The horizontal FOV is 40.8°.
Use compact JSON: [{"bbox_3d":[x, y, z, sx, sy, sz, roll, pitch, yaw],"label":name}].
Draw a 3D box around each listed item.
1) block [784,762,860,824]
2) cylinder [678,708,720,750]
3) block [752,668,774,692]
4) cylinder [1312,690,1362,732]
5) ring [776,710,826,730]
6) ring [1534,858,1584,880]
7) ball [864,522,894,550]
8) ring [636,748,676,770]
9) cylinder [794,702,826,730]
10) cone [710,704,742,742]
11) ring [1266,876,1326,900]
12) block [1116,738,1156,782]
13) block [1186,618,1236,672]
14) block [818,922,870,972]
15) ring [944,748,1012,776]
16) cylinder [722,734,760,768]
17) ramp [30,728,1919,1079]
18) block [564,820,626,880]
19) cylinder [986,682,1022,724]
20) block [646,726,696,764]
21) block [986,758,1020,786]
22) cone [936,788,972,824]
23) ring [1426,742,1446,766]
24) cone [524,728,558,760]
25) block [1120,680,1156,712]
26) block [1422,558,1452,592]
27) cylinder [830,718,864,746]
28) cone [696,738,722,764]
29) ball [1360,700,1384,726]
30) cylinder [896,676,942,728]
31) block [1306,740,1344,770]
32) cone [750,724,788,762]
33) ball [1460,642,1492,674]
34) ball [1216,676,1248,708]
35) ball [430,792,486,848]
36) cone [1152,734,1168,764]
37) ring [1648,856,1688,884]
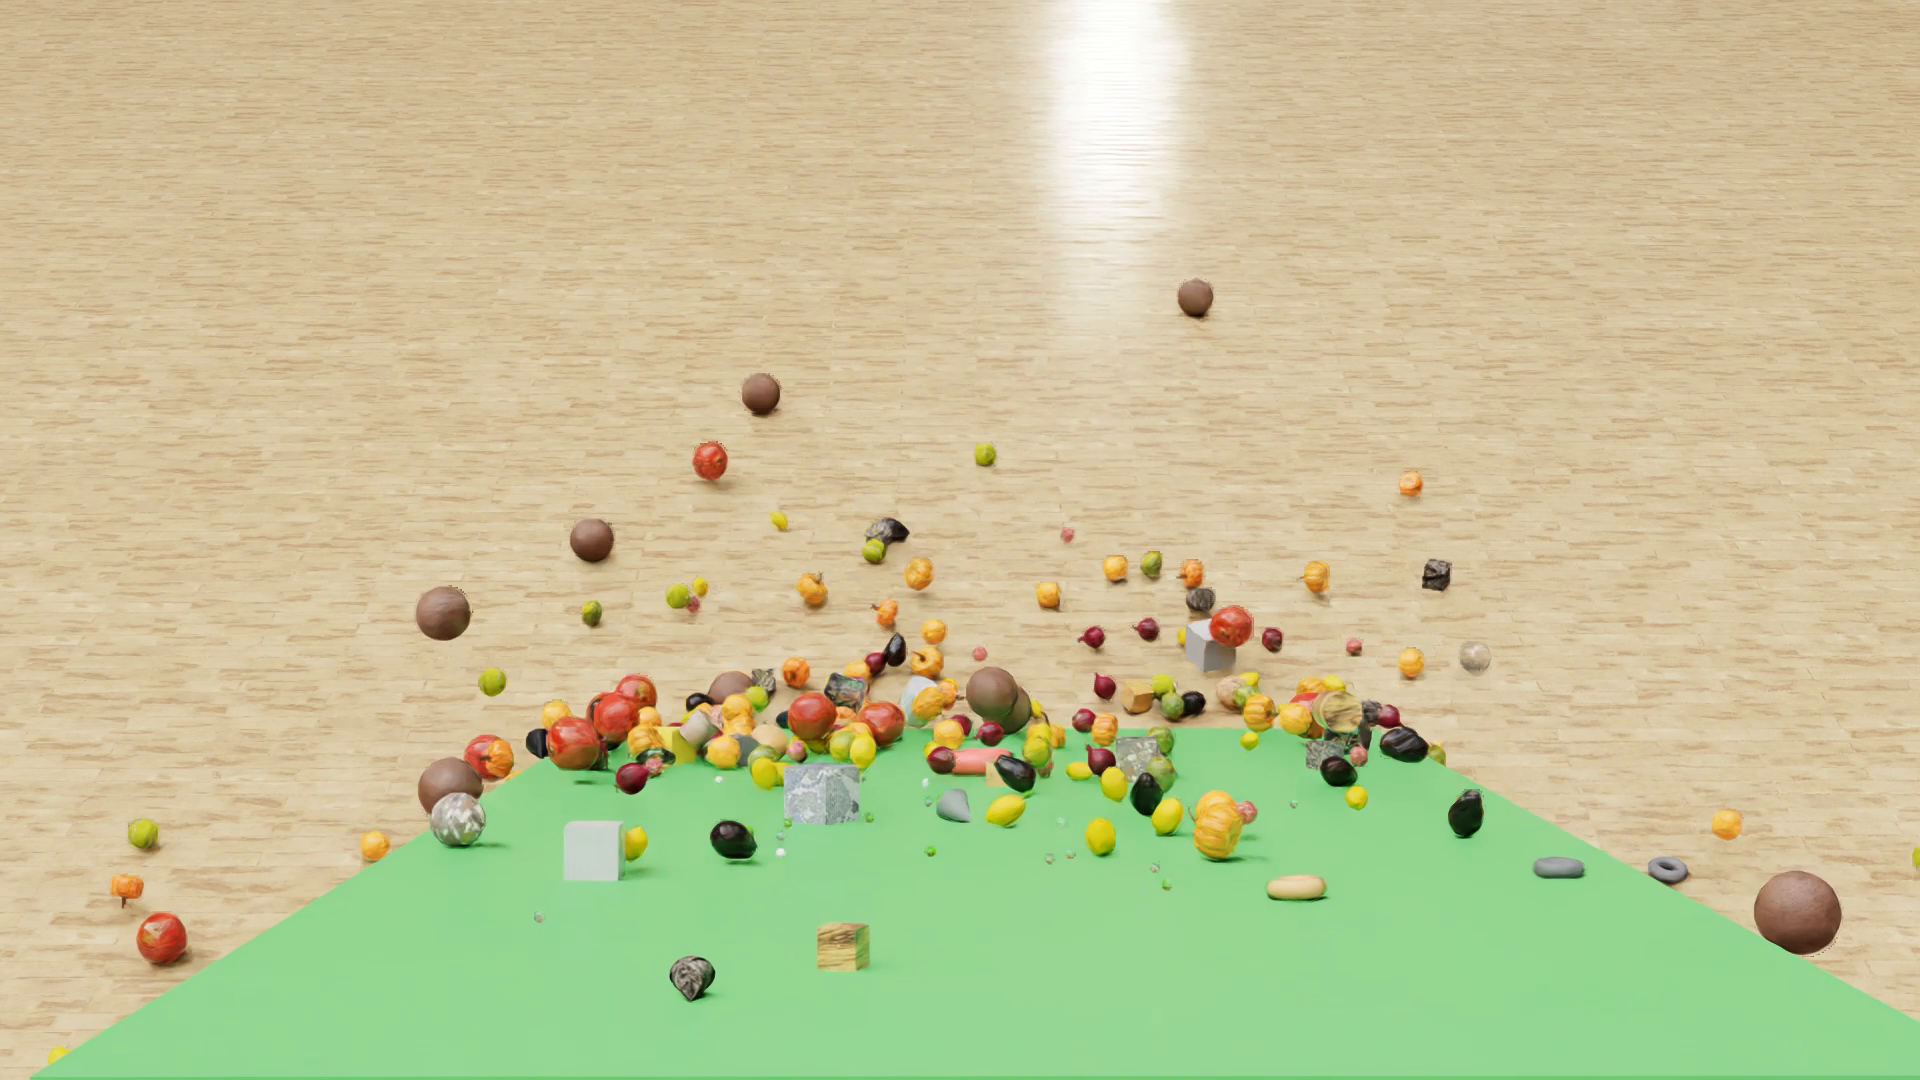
[{"bbox_3d":[-0.252,0.460,4.690,0.098,0.098,0.098,1,1,35],"label":"block"},{"bbox_3d":[-0.574,0.416,5.686,0.065,0.065,0.065,-47,36,2],"label":"cylinder"},{"bbox_3d":[-0.525,0.375,6.905,0.057,0.057,0.057,-1,-10,-2],"label":"block"},{"bbox_3d":[0.745,0.338,5.106,0.079,0.079,0.079,-5,2,-10],"label":"cylinder"},{"bbox_3d":[-0.406,0.460,6.613,0.131,0.044,0.131,-1,1,0],"label":"ring"},{"bbox_3d":[0.924,0.506,3.983,0.078,0.026,0.078,-1,2,0],"label":"ring"},{"bbox_3d":[-0.240,-0.013,7.647,0.084,0.084,0.084,0,28,0],"label":"ball"},{"bbox_3d":[-0.653,0.471,5.543,0.087,0.087,0.029,-4,66,-7],"label":"ring"},{"bbox_3d":[-0.379,0.445,6.513,0.060,0.060,0.060,13,30,20],"label":"cylinder"},{"bbox_3d":[-0.596,0.465,6.227,0.099,0.099,0.099,17,37,30],"label":"cone"},{"bbox_3d":[0.491,0.507,3.768,0.089,0.030,0.089,-3,-1,0],"label":"ring"},{"bbox_3d":[0.366,0.457,5.371,0.084,0.084,0.084,0,1,4],"label":"block"},{"bbox_3d":[0.685,0.286,7.056,0.100,0.100,0.100,-13,30,-23],"label":"block"},{"bbox_3d":[-0.145,0.505,3.211,0.051,0.051,0.051,0,1,18],"label":"block"},{"bbox_3d":[0.038,0.472,5.501,0.150,0.050,0.150,-3,-1,0],"label":"ring"},{"bbox_3d":[-0.479,0.461,5.660,0.069,0.069,0.069,-11,5,-21],"label":"cylinder"},{"bbox_3d":[0.062,0.560,4.599,2.000,0.100,4.000,0,1,0],"label":"ramp"},{"bbox_3d":[-0.562,0.478,3.982,0.083,0.083,0.083,0,1,1],"label":"block"},{"bbox_3d":[0.115,0.428,6.777,0.078,0.078,0.078,18,16,-5],"label":"cylinder"},{"bbox_3d":[-0.642,0.456,5.736,0.077,0.077,0.077,1,1,35],"label":"block"},{"bbox_3d":[0.088,0.475,5.274,0.052,0.052,0.052,0,1,23],"label":"block"},{"bbox_3d":[0.003,0.494,4.669,0.067,0.067,0.067,-17,37,-29],"label":"cone"},{"bbox_3d":[1.200,0.560,6.507,0.035,0.105,0.105,-17,23,18],"label":"ring"},{"bbox_3d":[-0.954,0.481,5.890,0.076,0.076,0.076,-4,28,-8],"label":"cone"},{"bbox_3d":[0.470,0.414,6.835,0.060,0.060,0.060,-2,33,-25],"label":"block"},{"bbox_3d":[1.374,0.101,7.449,0.064,0.064,0.064,12,30,21],"label":"block"},{"bbox_3d":[-0.267,0.457,6.140,0.063,0.063,0.063,-13,6,-23],"label":"cylinder"},{"bbox_3d":[-0.560,0.481,5.744,0.057,0.057,0.057,0,28,0],"label":"cone"},{"bbox_3d":[1.053,0.445,6.635,0.071,0.071,0.071,0,28,0],"label":"ball"},{"bbox_3d":[-0.105,0.412,6.565,0.092,0.092,0.092,17,35,-12],"label":"cylinder"},{"bbox_3d":[0.789,0.467,5.593,0.058,0.058,0.058,-1,1,-30],"label":"block"},{"bbox_3d":[-0.429,0.467,5.684,0.091,0.091,0.091,3,21,5],"label":"cone"},{"bbox_3d":[1.398,0.318,7.010,0.086,0.086,0.086,0,28,0],"label":"ball"},{"bbox_3d":[0.722,0.403,6.846,0.088,0.088,0.088,0,28,0],"label":"ball"},{"bbox_3d":[-0.841,0.469,4.325,0.092,0.092,0.092,0,28,0],"label":"ball"},{"bbox_3d":[0.428,0.461,5.723,0.065,0.065,0.065,0,1,0],"label":"cone"},{"bbox_3d":[1.691,0.788,6.170,0.094,0.031,0.094,1,26,0],"label":"ring"}]
